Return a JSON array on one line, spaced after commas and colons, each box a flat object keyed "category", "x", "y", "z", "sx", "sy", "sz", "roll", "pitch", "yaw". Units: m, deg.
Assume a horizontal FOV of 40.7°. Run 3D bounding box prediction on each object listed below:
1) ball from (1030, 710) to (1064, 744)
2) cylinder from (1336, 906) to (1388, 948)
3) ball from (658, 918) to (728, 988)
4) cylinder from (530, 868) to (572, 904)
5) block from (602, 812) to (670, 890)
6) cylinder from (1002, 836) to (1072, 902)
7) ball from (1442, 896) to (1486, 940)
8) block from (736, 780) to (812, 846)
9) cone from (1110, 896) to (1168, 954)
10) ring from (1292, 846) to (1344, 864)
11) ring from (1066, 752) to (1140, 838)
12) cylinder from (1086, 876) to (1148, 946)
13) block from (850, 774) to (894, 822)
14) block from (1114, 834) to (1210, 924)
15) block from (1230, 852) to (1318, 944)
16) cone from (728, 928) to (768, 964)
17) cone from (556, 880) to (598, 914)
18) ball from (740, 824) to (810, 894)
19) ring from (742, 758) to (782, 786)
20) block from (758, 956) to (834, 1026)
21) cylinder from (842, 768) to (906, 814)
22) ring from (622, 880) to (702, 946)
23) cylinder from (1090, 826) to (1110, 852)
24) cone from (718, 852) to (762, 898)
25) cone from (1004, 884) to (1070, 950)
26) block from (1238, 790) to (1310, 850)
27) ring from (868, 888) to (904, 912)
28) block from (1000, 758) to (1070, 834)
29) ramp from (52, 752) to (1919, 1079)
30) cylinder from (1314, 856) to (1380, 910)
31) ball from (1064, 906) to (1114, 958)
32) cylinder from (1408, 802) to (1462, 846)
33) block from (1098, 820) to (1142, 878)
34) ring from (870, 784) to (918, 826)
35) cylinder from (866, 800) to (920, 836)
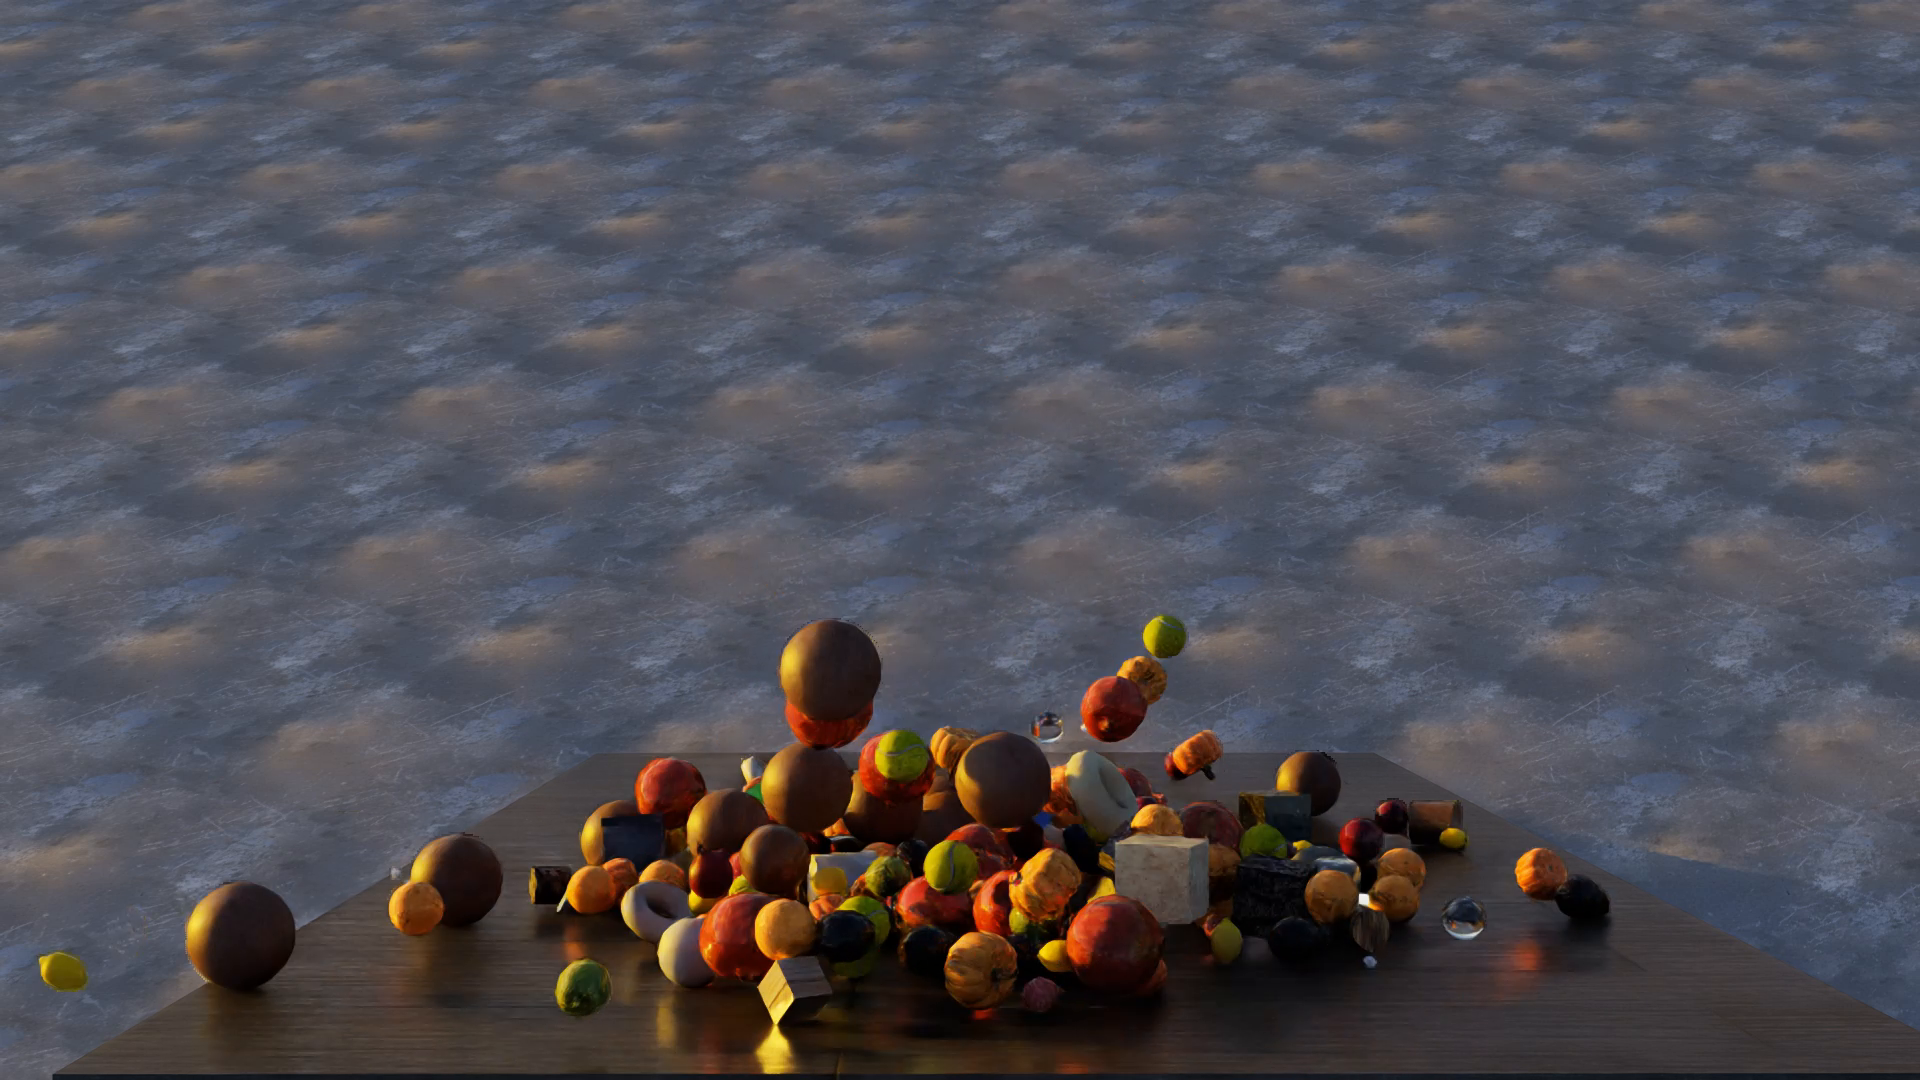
[{"category": "ball", "x": 0.145, "y": 0.311, "z": 4.295, "sx": 0.055, "sy": 0.055, "sz": 0.055, "roll": 0, "pitch": 30, "yaw": 0}, {"category": "cylinder", "x": 0.539, "y": 0.519, "z": 3.467, "sx": 0.055, "sy": 0.055, "sz": 0.055, "roll": -7, "pitch": -7, "yaw": -11}, {"category": "ball", "x": -0.328, "y": 0.506, "z": 3.172, "sx": 0.085, "sy": 0.085, "sz": 0.085, "roll": 0, "pitch": 30, "yaw": 0}, {"category": "cylinder", "x": -0.613, "y": 0.518, "z": 3.878, "sx": 0.054, "sy": 0.054, "sz": 0.054, "roll": 3, "pitch": 28, "yaw": -19}, {"category": "block", "x": -0.505, "y": 0.484, "z": 4.018, "sx": 0.095, "sy": 0.095, "sz": 0.095, "roll": -5, "pitch": 73, "yaw": -9}, {"category": "cylinder", "x": 0.117, "y": 0.502, "z": 3.942, "sx": 0.093, "sy": 0.093, "sz": 0.093, "roll": -6, "pitch": 1, "yaw": -10}, {"category": "ball", "x": 0.690, "y": 0.518, "z": 3.543, "sx": 0.059, "sy": 0.059, "sz": 0.059, "roll": 0, "pitch": 30, "yaw": 0}, {"category": "block", "x": -0.306, "y": 0.457, "z": 4.265, "sx": 0.087, "sy": 0.087, "sz": 0.087, "roll": 11, "pitch": 16, "yaw": 22}, {"category": "cone", "x": 0.249, "y": 0.505, "z": 3.378, "sx": 0.090, "sy": 0.090, "sz": 0.090, "roll": -13, "pitch": 20, "yaw": 5}, {"category": "ring", "x": 0.547, "y": 0.508, "z": 3.940, "sx": 0.097, "sy": 0.032, "sz": 0.097, "roll": -6, "pitch": 47, "yaw": 6}, {"category": "ring", "x": 0.211, "y": 0.376, "z": 3.806, "sx": 0.049, "sy": 0.146, "sz": 0.146, "roll": -36, "pitch": 23, "yaw": 19}, {"category": "cylinder", "x": 0.220, "y": 0.498, "z": 3.462, "sx": 0.077, "sy": 0.077, "sz": 0.077, "roll": 18, "pitch": 23, "yaw": -23}, {"category": "block", "x": -0.156, "y": 0.479, "z": 4.808, "sx": 0.063, "sy": 0.063, "sz": 0.063, "roll": -17, "pitch": 7, "yaw": 19}, {"category": "block", "x": 0.248, "y": 0.416, "z": 3.178, "sx": 0.093, "sy": 0.093, "sz": 0.093, "roll": 2, "pitch": 1, "yaw": 21}, {"category": "block", "x": 0.425, "y": 0.485, "z": 3.505, "sx": 0.092, "sy": 0.092, "sz": 0.092, "roll": 8, "pitch": 7, "yaw": 18}, {"category": "cone", "x": -0.263, "y": 0.533, "z": 3.319, "sx": 0.052, "sy": 0.052, "sz": 0.052, "roll": -25, "pitch": 37, "yaw": -36}, {"category": "cone", "x": -0.557, "y": 0.536, "z": 3.808, "sx": 0.054, "sy": 0.054, "sz": 0.054, "roll": 27, "pitch": 28, "yaw": -11}, {"category": "ball", "x": -0.249, "y": 0.430, "z": 3.483, "sx": 0.096, "sy": 0.096, "sz": 0.096, "roll": 0, "pitch": 30, "yaw": 0}, {"category": "ring", "x": -0.403, "y": 0.496, "z": 5.324, "sx": 0.039, "sy": 0.118, "sz": 0.118, "roll": -41, "pitch": 35, "yaw": 5}, {"category": "block", "x": -0.187, "y": 0.510, "z": 2.933, "sx": 0.053, "sy": 0.053, "sz": 0.053, "roll": 0, "pitch": 47, "yaw": -38}, {"category": "cylinder", "x": -0.170, "y": 0.499, "z": 5.090, "sx": 0.093, "sy": 0.093, "sz": 0.093, "roll": 12, "pitch": 22, "yaw": -30}, {"category": "ring", "x": -0.405, "y": 0.509, "z": 3.522, "sx": 0.115, "sy": 0.038, "sz": 0.115, "roll": 20, "pitch": 27, "yaw": -11}, {"category": "cylinder", "x": 0.261, "y": 0.508, "z": 4.454, "sx": 0.070, "sy": 0.070, "sz": 0.070, "roll": 6, "pitch": -8, "yaw": 10}, {"category": "cone", "x": -0.352, "y": 0.531, "z": 3.997, "sx": 0.076, "sy": 0.076, "sz": 0.076, "roll": -34, "pitch": 8, "yaw": 37}, {"category": "cone", "x": 0.123, "y": 0.524, "z": 3.447, "sx": 0.096, "sy": 0.096, "sz": 0.096, "roll": 26, "pitch": 37, "yaw": 15}, {"category": "block", "x": 0.564, "y": 0.501, "z": 4.642, "sx": 0.093, "sy": 0.093, "sz": 0.093, "roll": 0, "pitch": 0, "yaw": -24}, {"category": "ring", "x": -0.127, "y": 0.533, "z": 3.830, "sx": 0.089, "sy": 0.030, "sz": 0.089, "roll": 1, "pitch": -1, "yaw": 0}, {"category": "block", "x": 0.125, "y": 0.414, "z": 4.194, "sx": 0.082, "sy": 0.082, "sz": 0.082, "roll": 36, "pitch": 6, "yaw": 4}, {"category": "ramp", "x": 0.067, "y": 0.598, "z": 4.656, "sx": 2.000, "sy": 0.100, "sz": 4.000, "roll": 0, "pitch": 0, "yaw": 0}, {"category": "cylinder", "x": 0.567, "y": 0.508, "z": 3.826, "sx": 0.076, "sy": 0.076, "sz": 0.076, "roll": -1, "pitch": 21, "yaw": 45}, {"category": "ball", "x": 0.170, "y": 0.514, "z": 3.392, "sx": 0.066, "sy": 0.066, "sz": 0.066, "roll": 0, "pitch": 30, "yaw": 0}, {"category": "cylinder", "x": 0.848, "y": 0.507, "z": 4.620, "sx": 0.076, "sy": 0.076, "sz": 0.076, "roll": -1, "pitch": 27, "yaw": 25}, {"category": "block", "x": 0.239, "y": 0.449, "z": 3.690, "sx": 0.058, "sy": 0.058, "sz": 0.058, "roll": 35, "pitch": 64, "yaw": 17}, {"category": "ring", "x": -0.107, "y": 0.428, "z": 4.177, "sx": 0.081, "sy": 0.081, "sz": 0.027, "roll": 6, "pitch": 36, "yaw": 11}, {"category": "cylinder", "x": -0.119, "y": 0.486, "z": 4.639, "sx": 0.069, "sy": 0.069, "sz": 0.069, "roll": -20, "pitch": 53, "yaw": 29}]
